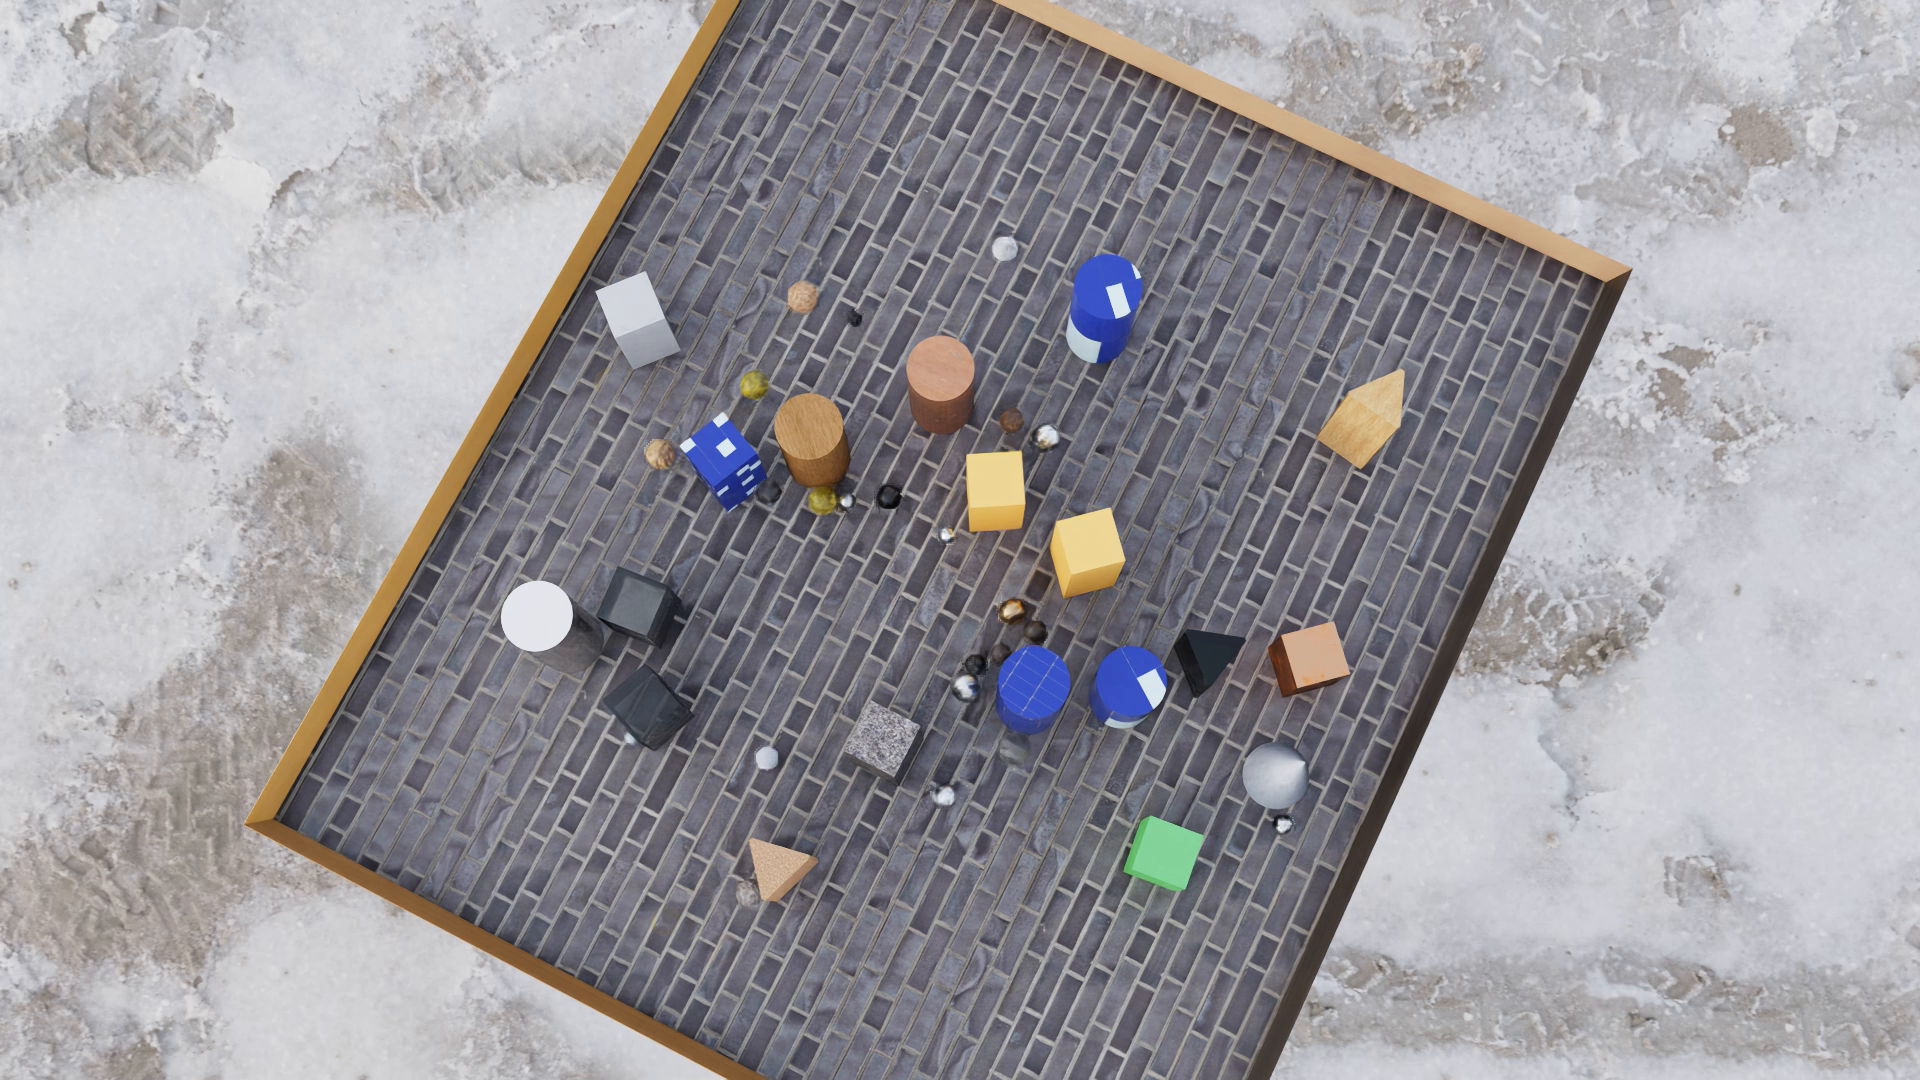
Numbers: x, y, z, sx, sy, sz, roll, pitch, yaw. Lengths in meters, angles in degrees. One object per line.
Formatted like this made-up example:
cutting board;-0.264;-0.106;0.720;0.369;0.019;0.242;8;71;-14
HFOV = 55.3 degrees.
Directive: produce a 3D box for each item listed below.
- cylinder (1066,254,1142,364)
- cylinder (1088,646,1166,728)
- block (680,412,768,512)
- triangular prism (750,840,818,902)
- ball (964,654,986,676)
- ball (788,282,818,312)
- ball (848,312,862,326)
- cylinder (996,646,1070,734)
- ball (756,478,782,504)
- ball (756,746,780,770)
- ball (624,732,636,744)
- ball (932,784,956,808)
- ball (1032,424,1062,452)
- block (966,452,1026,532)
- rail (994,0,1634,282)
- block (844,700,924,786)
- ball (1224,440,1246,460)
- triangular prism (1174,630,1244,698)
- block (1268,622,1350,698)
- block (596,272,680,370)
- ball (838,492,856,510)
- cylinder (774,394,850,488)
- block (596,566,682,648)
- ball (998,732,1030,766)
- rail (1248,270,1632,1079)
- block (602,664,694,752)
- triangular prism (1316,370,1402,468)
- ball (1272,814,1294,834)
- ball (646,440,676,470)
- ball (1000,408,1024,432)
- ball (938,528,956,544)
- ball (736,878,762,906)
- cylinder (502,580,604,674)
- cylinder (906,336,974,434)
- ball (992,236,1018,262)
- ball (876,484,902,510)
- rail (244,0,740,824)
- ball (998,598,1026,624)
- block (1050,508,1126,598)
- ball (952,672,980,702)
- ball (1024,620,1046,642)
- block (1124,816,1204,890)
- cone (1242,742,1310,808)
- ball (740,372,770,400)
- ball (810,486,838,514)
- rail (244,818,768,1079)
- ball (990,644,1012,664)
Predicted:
cylinder;0.431;-0.693;5.541;0.199;0.430;0.199;0;78;0
cylinder;0.486;0.434;5.352;0.199;0.342;0.199;0;78;0
block;-0.702;-0.227;5.487;0.159;0.347;0.159;-39;81;-7
triangular prism;-0.533;0.919;5.254;0.173;0.338;0.150;-43;81;-8
ball;0.047;0.375;5.506;0.065;0.065;0.065;0;78;0
ball;-0.492;-0.760;5.725;0.096;0.096;0.096;0;78;0
ball;-0.329;-0.692;5.736;0.046;0.046;0.046;0;78;0
cylinder;0.205;0.440;5.286;0.199;0.470;0.199;0;78;0
ball;-0.584;-0.148;5.588;0.079;0.079;0.079;0;78;0
ball;-0.572;0.649;5.447;0.069;0.069;0.069;0;78;0
ball;-0.979;0.589;5.473;0.042;0.042;0.042;0;78;0
ball;-0.046;0.756;5.424;0.070;0.070;0.070;0;78;0
ball;0.266;-0.314;5.635;0.091;0.091;0.091;0;78;0
block;0.104;-0.142;5.474;0.159;0.336;0.159;-4;78;-1
rail;0.745;-1.453;5.850;2.960;0.129;0.045;26;80;5
block;-0.217;0.592;5.295;0.159;0.390;0.159;27;80;5
ball;0.846;-0.277;5.642;0.063;0.063;0.063;0;78;0
triangular prism;0.707;0.334;5.395;0.150;0.299;0.173;38;81;7
block;1.028;0.356;5.417;0.159;0.246;0.159;-15;79;-3
block;-0.979;-0.666;5.593;0.159;0.316;0.159;-23;79;-5
ball;-0.346;-0.119;5.613;0.056;0.056;0.056;0;78;0
cylinder;-0.438;-0.292;5.488;0.199;0.370;0.199;0;78;0
block;-0.951;0.203;5.443;0.159;0.259;0.159;21;79;4
ball;0.161;0.619;5.438;0.100;0.100;0.100;0;78;0
rail;1.302;0.645;5.416;0.045;0.129;3.380;26;80;5
block;-0.908;0.493;5.364;0.159;0.295;0.159;-41;81;-8
triangular prism;1.218;-0.378;5.448;0.173;0.484;0.150;36;81;7
ball;0.955;0.840;5.411;0.062;0.062;0.062;0;78;0
ball;-0.918;-0.261;5.625;0.090;0.090;0.090;0;78;0
ball;0.160;-0.369;5.654;0.077;0.077;0.077;0;78;0
ball;-0.040;-0.014;5.594;0.051;0.051;0.051;0;78;0
ball;-0.617;1.031;5.362;0.080;0.080;0.080;0;78;0
cylinder;-1.178;0.258;5.328;0.199;0.460;0.199;0;78;0
cylinder;-0.057;-0.463;5.523;0.199;0.371;0.199;0;78;0
ball;0.142;-0.915;5.765;0.080;0.080;0.080;0;78;0
ball;-0.218;-0.131;5.604;0.077;0.077;0.077;0;78;0
rail;-1.302;-0.631;5.680;0.045;0.129;3.380;26;80;5
ball;0.158;0.215;5.530;0.082;0.082;0.082;0;78;0
block;0.372;0.043;5.405;0.159;0.396;0.159;-14;79;-3
ball;0.018;0.441;5.480;0.088;0.088;0.088;0;78;0
ball;0.227;0.275;5.525;0.069;0.069;0.069;0;78;0
block;0.584;0.906;5.285;0.159;0.282;0.159;20;79;4
cone;0.943;0.655;5.239;0.199;0.473;0.199;0;78;0
ball;-0.636;-0.478;5.670;0.089;0.089;0.089;0;78;0
ball;-0.417;-0.121;5.597;0.087;0.087;0.087;0;78;0
rail;-0.745;1.466;5.246;2.960;0.129;0.045;26;80;5
ball;0.124;0.343;5.514;0.062;0.062;0.062;0;78;0
